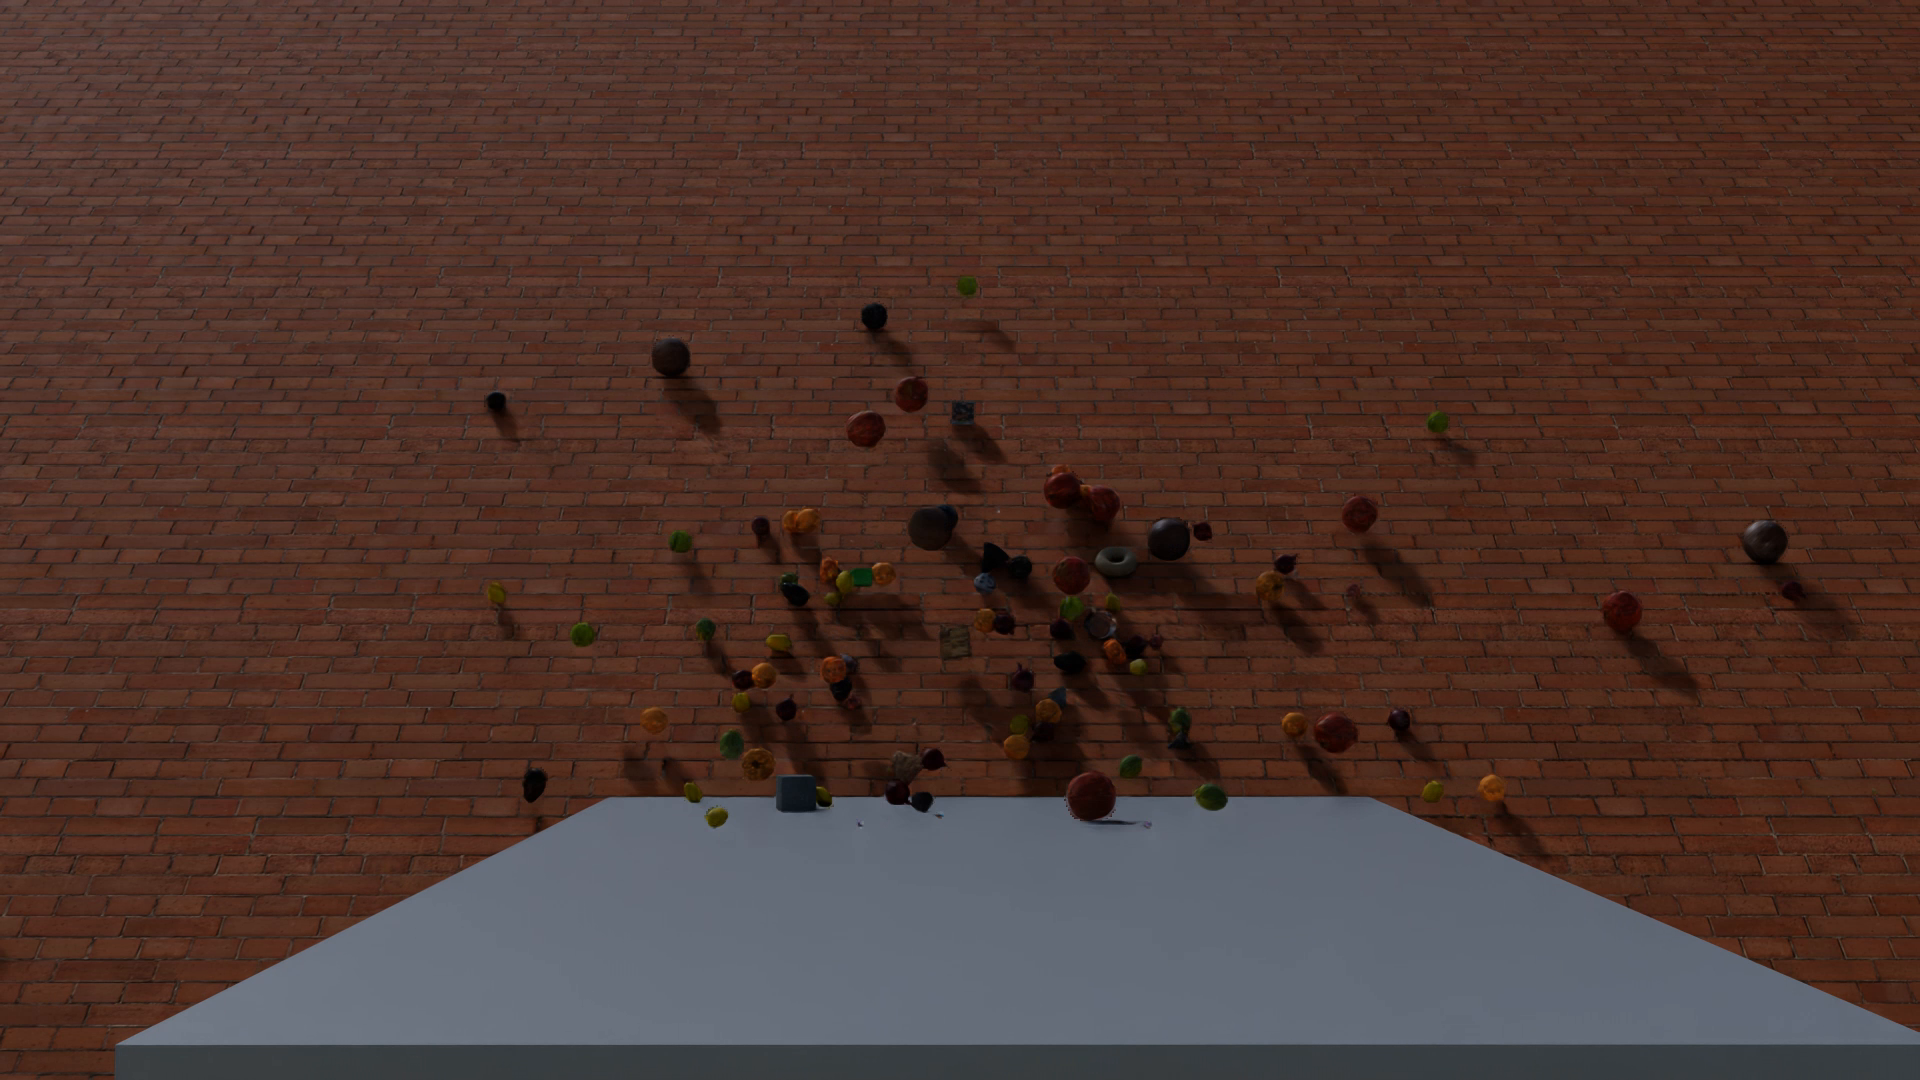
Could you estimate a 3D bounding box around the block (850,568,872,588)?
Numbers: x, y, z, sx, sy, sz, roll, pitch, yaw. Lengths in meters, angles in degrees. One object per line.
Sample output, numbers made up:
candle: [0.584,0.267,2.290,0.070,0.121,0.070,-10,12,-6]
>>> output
block: [-0.293,0.112,7.695,0.051,0.051,0.051,1,-6,-15]

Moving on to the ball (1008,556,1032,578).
ball: [0.180,0.081,7.761,0.070,0.070,0.070,0,35,0]

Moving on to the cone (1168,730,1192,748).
cone: [0.595,0.557,7.121,0.059,0.059,0.059,-26,35,9]

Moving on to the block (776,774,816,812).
block: [-0.402,0.620,6.359,0.083,0.083,0.083,0,-2,-13]

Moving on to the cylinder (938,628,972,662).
cylinder: [-0.015,0.296,7.373,0.087,0.087,0.087,-6,-5,-1]

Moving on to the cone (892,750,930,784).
cone: [-0.115,0.597,6.957,0.095,0.095,0.095,-21,27,26]

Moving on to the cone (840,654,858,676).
cone: [-0.327,0.365,7.397,0.054,0.054,0.054,19,66,25]

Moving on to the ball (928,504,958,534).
ball: [-0.051,-0.066,7.955,0.091,0.091,0.091,0,35,0]

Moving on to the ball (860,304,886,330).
ball: [-0.297,-0.772,8.966,0.090,0.090,0.090,0,35,0]

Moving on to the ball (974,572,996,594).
ball: [0.074,0.128,7.700,0.065,0.065,0.065,0,35,0]

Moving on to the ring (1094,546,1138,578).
ring: [0.469,0.065,7.809,0.130,0.043,0.130,-1,35,1]

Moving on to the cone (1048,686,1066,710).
cone: [0.284,0.452,7.270,0.059,0.059,0.059,-21,66,-27]

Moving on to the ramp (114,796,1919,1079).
ramp: [0.077,0.664,4.833,2.000,0.100,4.000,0,-2,0]

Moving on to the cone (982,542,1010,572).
cone: [0.088,0.071,7.804,0.090,0.090,0.090,23,67,29]

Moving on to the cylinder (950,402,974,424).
cylinder: [0.009,-0.413,8.462,0.072,0.072,0.072,4,35,-3]

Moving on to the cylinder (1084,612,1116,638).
cylinder: [0.405,0.245,7.497,0.077,0.077,0.077,13,2,18]

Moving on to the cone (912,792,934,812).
cone: [-0.090,0.647,6.298,0.054,0.054,0.054,-3,25,-4]
